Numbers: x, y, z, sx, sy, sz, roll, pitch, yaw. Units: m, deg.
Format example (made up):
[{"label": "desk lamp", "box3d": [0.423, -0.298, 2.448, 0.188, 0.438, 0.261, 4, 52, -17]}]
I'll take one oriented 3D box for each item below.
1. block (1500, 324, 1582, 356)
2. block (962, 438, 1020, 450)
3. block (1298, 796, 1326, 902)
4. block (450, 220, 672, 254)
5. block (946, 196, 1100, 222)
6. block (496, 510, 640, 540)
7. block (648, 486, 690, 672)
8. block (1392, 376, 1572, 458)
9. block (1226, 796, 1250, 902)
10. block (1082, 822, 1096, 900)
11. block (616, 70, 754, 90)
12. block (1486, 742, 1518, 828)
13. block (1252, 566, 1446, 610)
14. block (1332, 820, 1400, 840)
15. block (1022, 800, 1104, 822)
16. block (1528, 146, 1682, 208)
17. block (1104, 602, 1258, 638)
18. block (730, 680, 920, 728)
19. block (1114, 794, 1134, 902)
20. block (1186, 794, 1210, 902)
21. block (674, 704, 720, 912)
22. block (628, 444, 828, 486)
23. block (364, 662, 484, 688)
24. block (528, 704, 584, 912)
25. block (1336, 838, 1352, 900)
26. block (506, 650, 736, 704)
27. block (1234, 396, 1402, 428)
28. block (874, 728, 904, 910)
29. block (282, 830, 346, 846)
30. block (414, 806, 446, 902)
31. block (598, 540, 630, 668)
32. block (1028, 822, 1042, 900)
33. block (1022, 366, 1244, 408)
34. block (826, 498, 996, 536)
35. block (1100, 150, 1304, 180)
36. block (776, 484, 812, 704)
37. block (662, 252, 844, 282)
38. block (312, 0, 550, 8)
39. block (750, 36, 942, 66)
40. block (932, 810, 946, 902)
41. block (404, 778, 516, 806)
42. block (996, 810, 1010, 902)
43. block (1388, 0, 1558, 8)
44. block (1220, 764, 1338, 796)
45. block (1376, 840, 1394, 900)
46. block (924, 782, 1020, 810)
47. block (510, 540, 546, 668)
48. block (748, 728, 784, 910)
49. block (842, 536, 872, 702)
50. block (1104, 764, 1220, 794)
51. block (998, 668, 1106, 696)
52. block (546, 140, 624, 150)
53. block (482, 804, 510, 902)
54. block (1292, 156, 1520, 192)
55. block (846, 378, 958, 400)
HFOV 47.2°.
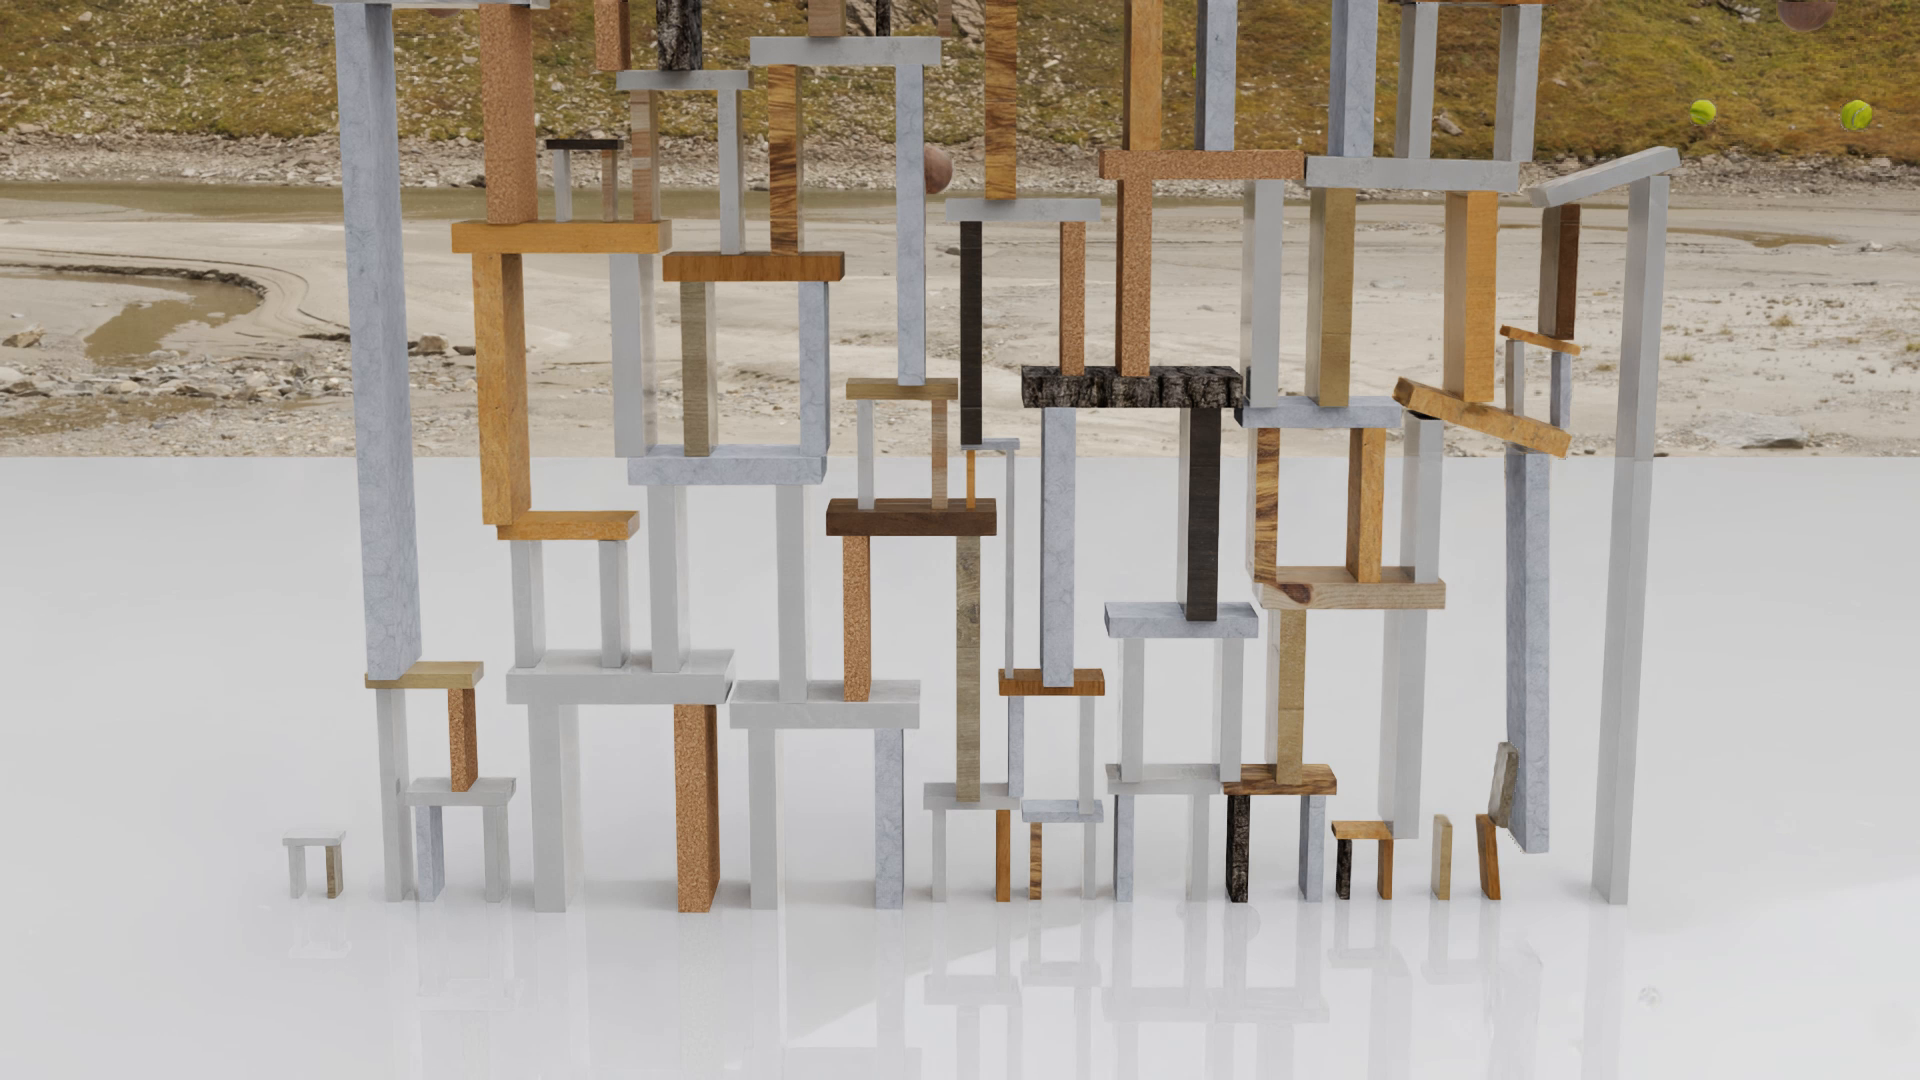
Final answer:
[{"label": "block", "box3d": [0.921, -0.317, 3.493, 0.116, 0.016, 0.058, 15, 10, -3]}, {"label": "block", "box3d": [0.048, -0.154, 3.526, 0.094, 0.013, 0.047, 0, 11, 0]}, {"label": "block", "box3d": [0.584, 0.499, 3.654, 0.026, 0.185, 0.092, 0, 11, 0]}, {"label": "block", "box3d": [-0.625, -0.480, 3.474, 0.320, 0.045, 0.160, 0, 11, 0]}, {"label": "block", "box3d": [0.097, -0.521, 3.461, 0.240, 0.034, 0.120, 0, 11, 0]}, {"label": "block", "box3d": [-0.632, -0.024, 3.555, 0.211, 0.030, 0.105, 0, 11, 1]}, {"label": "block", "box3d": [-0.471, 0.049, 3.566, 0.043, 0.304, 0.152, 0, 10, 0]}, {"label": "block", "box3d": [0.833, -0.197, 3.519, 0.262, 0.037, 0.131, 17, 10, -3]}, {"label": "block", "box3d": [0.462, 0.499, 3.654, 0.026, 0.185, 0.092, 0, 11, 0]}, {"label": "block", "box3d": [0.214, 0.524, 3.660, 0.019, 0.133, 0.067, 0, 11, 0]}, {"label": "block", "box3d": [-0.427, -0.716, 3.428, 0.203, 0.029, 0.102, 0, 11, 0]}, {"label": "block", "box3d": [0.897, 0.404, 3.635, 0.018, 0.128, 0.064, 6, 11, -1]}, {"label": "block", "box3d": [0.629, 0.077, 3.574, 0.291, 0.041, 0.145, 0, 11, 1]}, {"label": "block", "box3d": [0.672, 0.481, 3.645, 0.104, 0.015, 0.052, 0, 11, 0]}, {"label": "block", "box3d": [0.170, 0.449, 3.646, 0.133, 0.019, 0.067, 0, 11, 0]}, {"label": "block", "box3d": [1.011, -0.570, 3.452, 0.209, 0.030, 0.104, -18, 10, 3]}, {"label": "block", "box3d": [0.359, 0.130, 3.587, 0.239, 0.034, 0.120, 0, 11, 0]}, {"label": "block", "box3d": [-0.218, 0.269, 3.609, 0.305, 0.043, 0.153, 0, 11, 0]}, {"label": "block", "box3d": [0.272, 0.498, 3.657, 0.026, 0.185, 0.092, 0, 11, 0]}, {"label": "block", "box3d": [0.395, 0.498, 3.657, 0.026, 0.185, 0.092, 0, 11, 0]}, {"label": "block", "box3d": [-0.434, 0.419, 3.634, 0.049, 0.349, 0.175, 0, 11, 0]}, {"label": "block", "box3d": [-0.371, -0.122, 3.534, 0.304, 0.043, 0.152, 0, 11, 0]}, {"label": "block", "box3d": [-0.876, 0.221, 3.602, 0.174, 0.025, 0.087, 0, 11, 0]}, {"label": "block", "box3d": [-0.667, 0.419, 3.634, 0.049, 0.349, 0.175, 0, 11, 0]}, {"label": "block", "box3d": [0.638, 0.539, 3.656, 0.015, 0.104, 0.052, 1, 11, 0]}, {"label": "block", "box3d": [-0.550, 0.223, 3.598, 0.349, 0.049, 0.175, 0, 11, 0]}, {"label": "block", "box3d": [0.570, -0.205, 3.520, 0.249, 0.035, 0.125, 0, 11, 1]}, {"label": "block", "box3d": [-0.116, 0.440, 3.641, 0.043, 0.305, 0.153, 0, 11, 0]}, {"label": "block", "box3d": [-1.072, 0.494, 3.650, 0.092, 0.013, 0.046, 0, 11, 0]}, {"label": "block", "box3d": [-0.880, 0.509, 3.653, 0.023, 0.166, 0.083, 0, 11, 0]}, {"label": "block", "box3d": [-0.562, 0.094, 3.581, 0.030, 0.211, 0.105, 0, 11, 0]}, {"label": "block", "box3d": [0.125, 0.524, 3.660, 0.019, 0.133, 0.067, 0, 11, 0]}, {"label": "block", "box3d": [0.271, -0.246, 3.518, 0.341, 0.048, 0.171, 0, 11, 0]}, {"label": "block", "box3d": [-0.077, -0.037, 3.551, 0.271, 0.038, 0.135, 0, 11, 0]}, {"label": "block", "box3d": [0.375, -0.589, 3.446, 0.305, 0.043, 0.153, 0, 11, 0]}, {"label": "block", "box3d": [-0.268, 0.074, 3.570, 0.043, 0.355, 0.152, 0, 11, 0]}, {"label": "block", "box3d": [-0.323, -0.434, 3.479, 0.275, 0.039, 0.138, 0, 11, 0]}, {"label": "block", "box3d": [-0.814, -0.850, 3.400, 0.330, 0.047, 0.165, 0, 11, 0]}, {"label": "block", "box3d": [-0.175, -0.759, 3.420, 0.291, 0.041, 0.145, 0, 11, 0]}, {"label": "block", "box3d": [-0.034, 0.512, 3.654, 0.022, 0.158, 0.079, 0, 11, 0]}, {"label": "block", "box3d": [-0.825, 0.416, 3.636, 0.166, 0.023, 0.083, 0, 11, 0]}, {"label": "block", "box3d": [0.072, 0.512, 3.654, 0.022, 0.158, 0.079, 0, 11, 0]}, {"label": "block", "box3d": [0.791, -0.844, 3.397, 0.236, 0.033, 0.118, 2, 11, 0]}, {"label": "block", "box3d": [0.523, 0.395, 3.635, 0.185, 0.026, 0.092, 0, 11, 0]}, {"label": "block", "box3d": [0.707, 0.539, 3.656, 0.015, 0.104, 0.052, 0, 11, 0]}, {"label": "block", "box3d": [0.019, 0.423, 3.637, 0.158, 0.022, 0.079, 0, 11, 0]}, {"label": "block", "box3d": [-0.702, 0.094, 3.580, 0.030, 0.211, 0.105, 0, 11, 0]}, {"label": "block", "box3d": [-0.320, 0.440, 3.641, 0.043, 0.305, 0.153, 0, 11, 0]}, {"label": "block", "box3d": [-0.167, 0.115, 3.579, 0.038, 0.271, 0.135, 0, 11, 0]}, {"label": "block", "box3d": [0.333, 0.395, 3.637, 0.184, 0.026, 0.092, 0, 11, 0]}, {"label": "block", "box3d": [0.149, 0.232, 3.601, 0.171, 0.024, 0.086, 0, 11, 0]}, {"label": "block", "box3d": [-0.587, -0.620, 3.448, 0.112, 0.016, 0.056, 0, 11, 1]}, {"label": "block", "box3d": [-0.770, 0.509, 3.653, 0.023, 0.166, 0.083, 0, 11, 0]}, {"label": "block", "box3d": [0.695, -0.576, 3.452, 0.324, 0.046, 0.162, 2, 11, 0]}, {"label": "block", "box3d": [-0.092, -0.242, 3.513, 0.176, 0.025, 0.088, 0, 11, 0]}]
